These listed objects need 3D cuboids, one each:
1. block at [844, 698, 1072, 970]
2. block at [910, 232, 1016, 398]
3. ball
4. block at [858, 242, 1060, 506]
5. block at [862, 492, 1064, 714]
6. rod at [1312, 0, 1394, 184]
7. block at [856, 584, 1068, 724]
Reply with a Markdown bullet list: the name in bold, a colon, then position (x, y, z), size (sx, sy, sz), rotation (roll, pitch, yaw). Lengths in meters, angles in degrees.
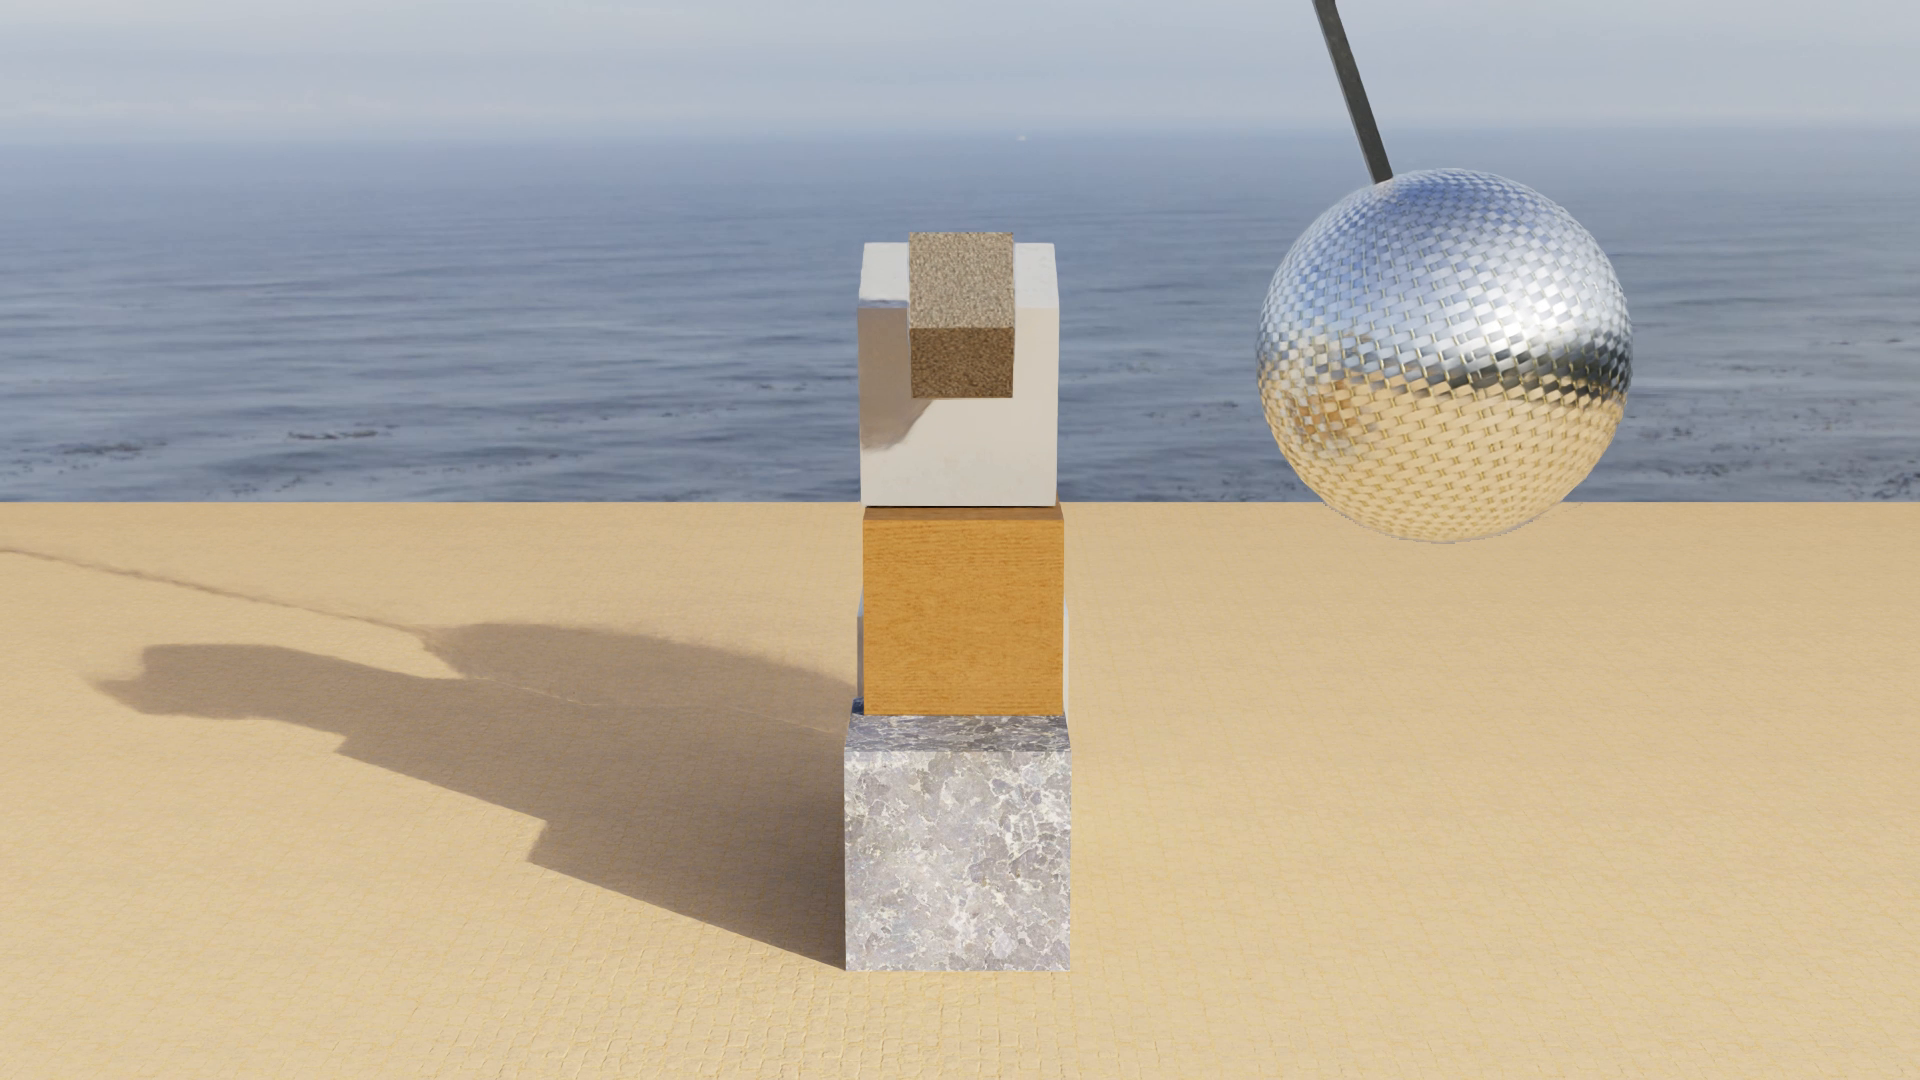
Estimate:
- **block**: position (-0.008, 1.188, 10.524), size (0.887, 0.896, 0.884), rotation (0, 10, 0)
- **block**: position (0.006, -0.876, 10.026), size (0.400, 0.446, 0.494), rotation (-1, -29, -1)
- **ball**: position (2.074, -0.792, 11.036), size (1.600, 1.600, 1.600), rotation (0, 10, 0)
- **block**: position (-0.005, -0.714, 10.920), size (0.816, 0.883, 0.796), rotation (0, 26, 0)
- **block**: position (0.015, 0.254, 10.898), size (0.820, 0.810, 0.792), rotation (0, 9, 0)
- **rod**: position (0.899, -3.931, 10.466), size (0.080, 5.200, 0.080), rotation (-20, 10, 4)
- **block**: position (0.013, 0.795, 12.162), size (0.958, 1.085, 0.955), rotation (0, 10, 0)
